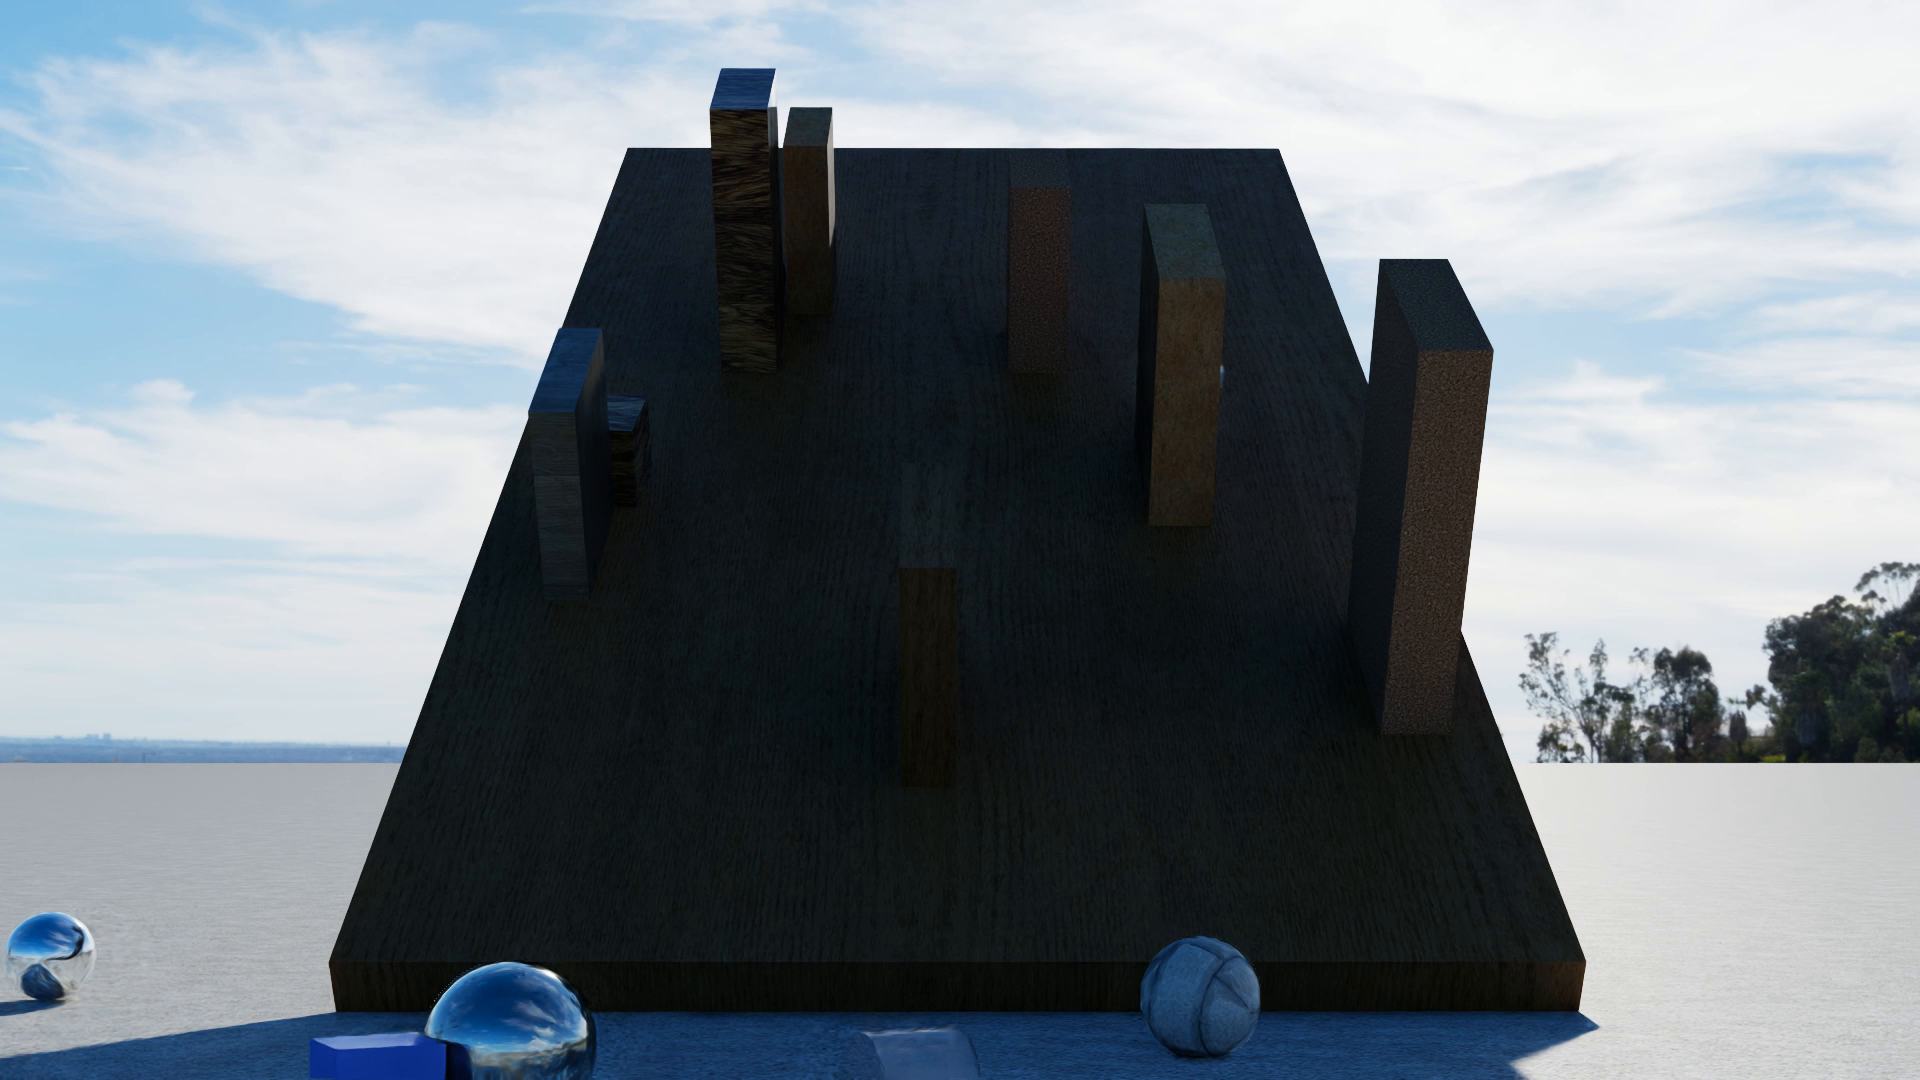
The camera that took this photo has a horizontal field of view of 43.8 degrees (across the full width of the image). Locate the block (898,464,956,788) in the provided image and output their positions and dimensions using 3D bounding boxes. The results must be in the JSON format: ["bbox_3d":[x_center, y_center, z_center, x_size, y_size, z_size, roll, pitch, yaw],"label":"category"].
[{"bbox_3d":[-0.056,0.149,4.301,0.097,0.443,0.400,0,28,0],"label":"block"}]

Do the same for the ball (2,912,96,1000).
[{"bbox_3d":[-1.537,0.702,4.027,0.147,0.147,0.147,0,-5,0],"label":"ball"}]

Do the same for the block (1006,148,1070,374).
[{"bbox_3d":[0.189,-0.683,5.836,0.141,0.476,0.280,0,28,0],"label":"block"}]

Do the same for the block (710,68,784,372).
[{"bbox_3d":[-0.514,-0.778,5.809,0.134,0.664,0.326,0,28,0],"label":"block"}]

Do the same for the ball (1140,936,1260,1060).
[{"bbox_3d":[0.327,0.623,3.247,0.164,0.164,0.164,0,-5,0],"label":"ball"}]

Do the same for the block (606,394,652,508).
[{"bbox_3d":[-0.787,-0.198,5.229,0.182,0.182,0.182,2,28,4],"label":"block"}]

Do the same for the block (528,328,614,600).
[{"bbox_3d":[-0.794,-0.161,4.905,0.090,0.420,0.417,0,28,0],"label":"block"}]

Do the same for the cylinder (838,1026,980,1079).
[{"bbox_3d":[-0.056,0.588,2.584,0.114,0.114,0.114,3,-6,-28],"label":"cylinder"}]

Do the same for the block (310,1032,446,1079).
[{"bbox_3d":[-0.609,0.580,2.490,0.112,0.112,0.112,3,-6,-28],"label":"block"}]

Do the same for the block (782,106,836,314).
[{"bbox_3d":[-0.387,-0.855,6.183,0.111,0.452,0.314,0,28,0],"label":"block"}]

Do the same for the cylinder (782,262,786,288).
[{"bbox_3d":[-0.522,-0.658,6.140,0.144,0.144,0.144,0,28,-2],"label":"cylinder"}]

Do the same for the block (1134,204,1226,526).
[{"bbox_3d":[0.472,-0.384,5.177,0.136,0.567,0.441,0,28,0],"label":"block"}]

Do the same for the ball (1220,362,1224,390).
[{"bbox_3d":[0.515,-0.387,5.535,0.195,0.195,0.195,0,-5,0],"label":"ball"}]

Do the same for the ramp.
[{"bbox_3d":[-0.011,-0.223,5.581,2.000,0.100,4.000,0,28,0],"label":"ramp"}]

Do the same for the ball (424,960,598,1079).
[{"bbox_3d":[-0.487,0.551,2.583,0.187,0.187,0.187,0,-5,0],"label":"ball"}]

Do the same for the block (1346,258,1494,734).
[{"bbox_3d":[0.837,-0.081,4.393,0.126,0.768,0.423,0,28,0],"label":"block"}]
